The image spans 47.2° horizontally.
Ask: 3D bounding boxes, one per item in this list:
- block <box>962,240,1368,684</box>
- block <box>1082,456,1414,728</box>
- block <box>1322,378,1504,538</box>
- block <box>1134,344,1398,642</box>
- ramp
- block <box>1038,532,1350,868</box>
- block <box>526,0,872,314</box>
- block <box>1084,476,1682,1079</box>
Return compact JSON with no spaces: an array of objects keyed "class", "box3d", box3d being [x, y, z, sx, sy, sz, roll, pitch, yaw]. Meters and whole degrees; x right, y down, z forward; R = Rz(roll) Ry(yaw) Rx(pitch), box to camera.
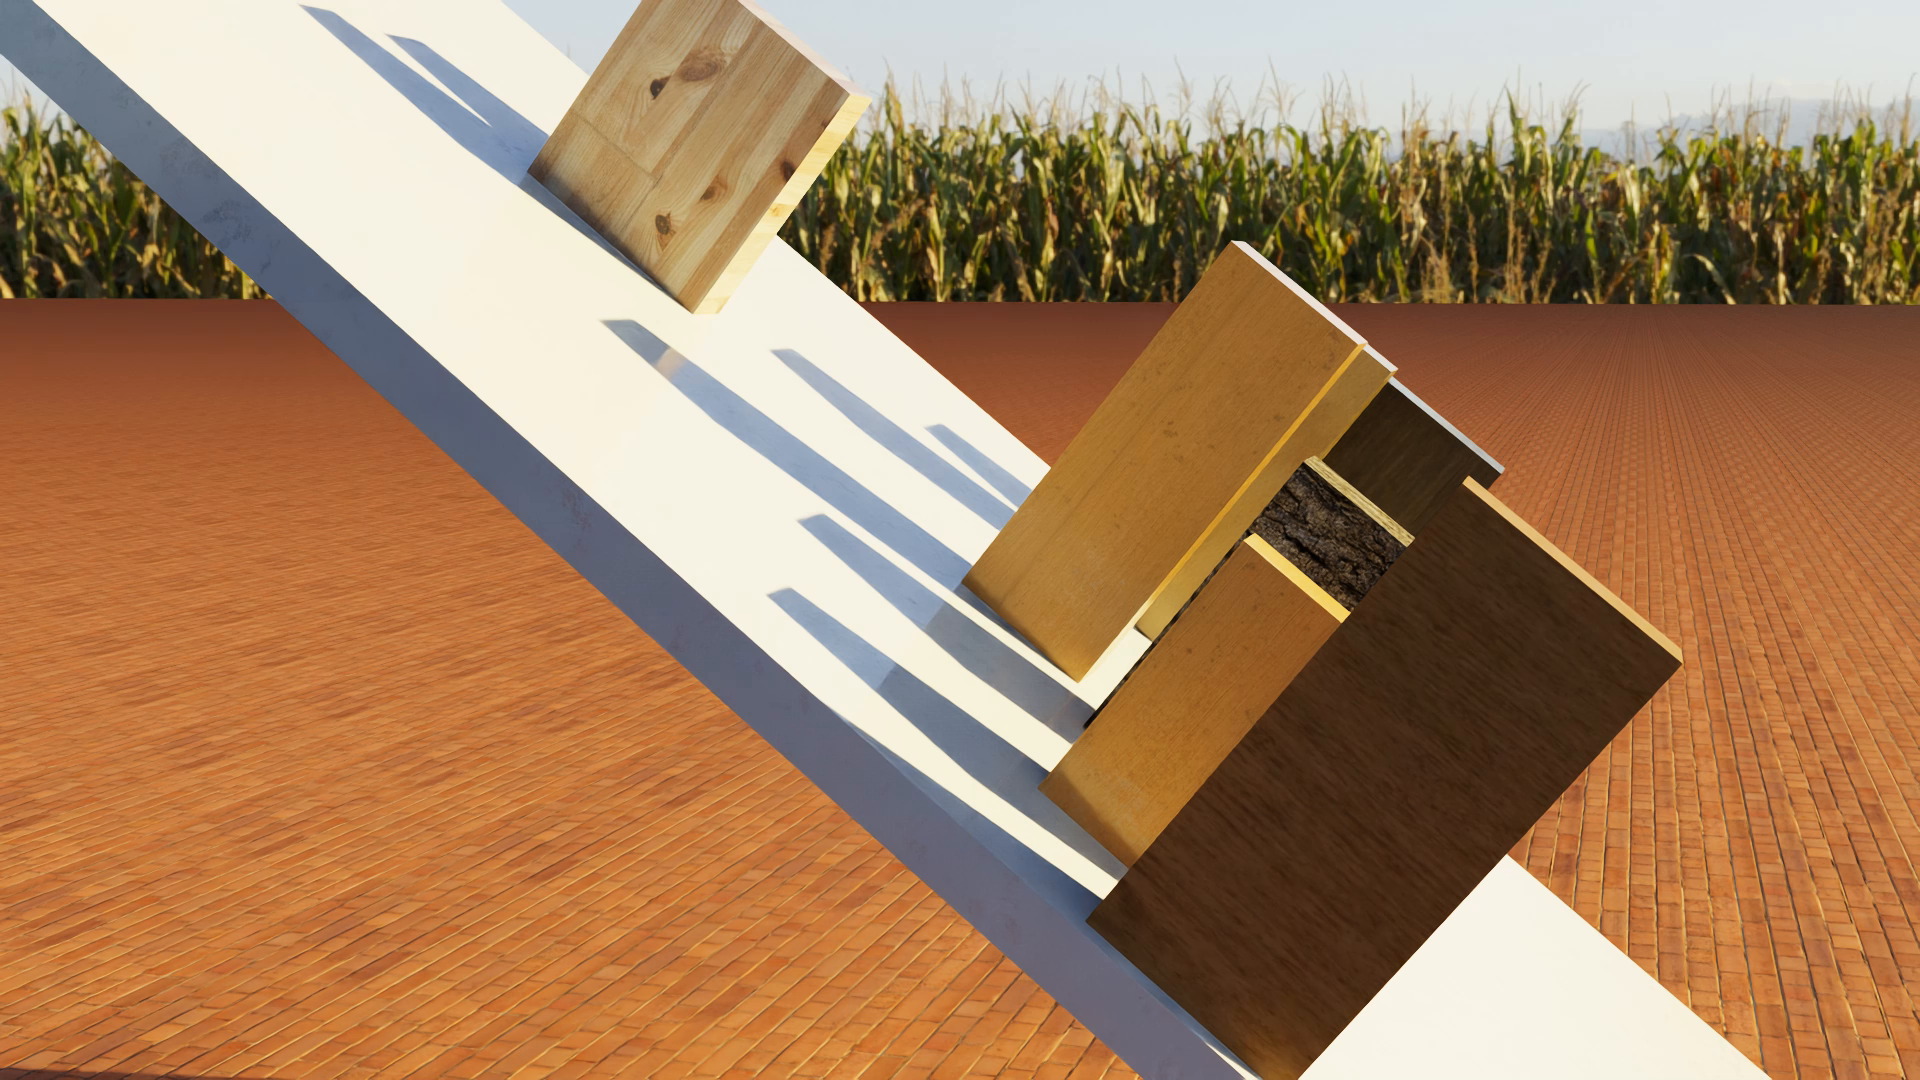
[{"class":"block","box3d":[0.351,-0.133,3.842,0.276,0.764,0.139,41,16,9]},{"class":"block","box3d":[0.536,0.205,3.641,0.370,0.581,0.129,41,16,9]},{"class":"block","box3d":[0.798,0.004,4.622,0.321,0.659,0.134,41,16,9]},{"class":"block","box3d":[0.530,-0.143,4.356,0.259,0.709,0.128,41,16,9]},{"class":"ramp","box3d":[-0.020,0.071,4.049,4.000,0.100,2.000,41,16,9]},{"class":"block","box3d":[0.434,0.316,3.272,0.416,0.496,0.098,41,16,9]},{"class":"block","box3d":[-0.501,-0.773,4.204,0.440,0.517,0.124,41,16,9]},{"class":"block","box3d":[0.556,0.334,2.949,0.353,0.792,0.111,41,16,9]}]
